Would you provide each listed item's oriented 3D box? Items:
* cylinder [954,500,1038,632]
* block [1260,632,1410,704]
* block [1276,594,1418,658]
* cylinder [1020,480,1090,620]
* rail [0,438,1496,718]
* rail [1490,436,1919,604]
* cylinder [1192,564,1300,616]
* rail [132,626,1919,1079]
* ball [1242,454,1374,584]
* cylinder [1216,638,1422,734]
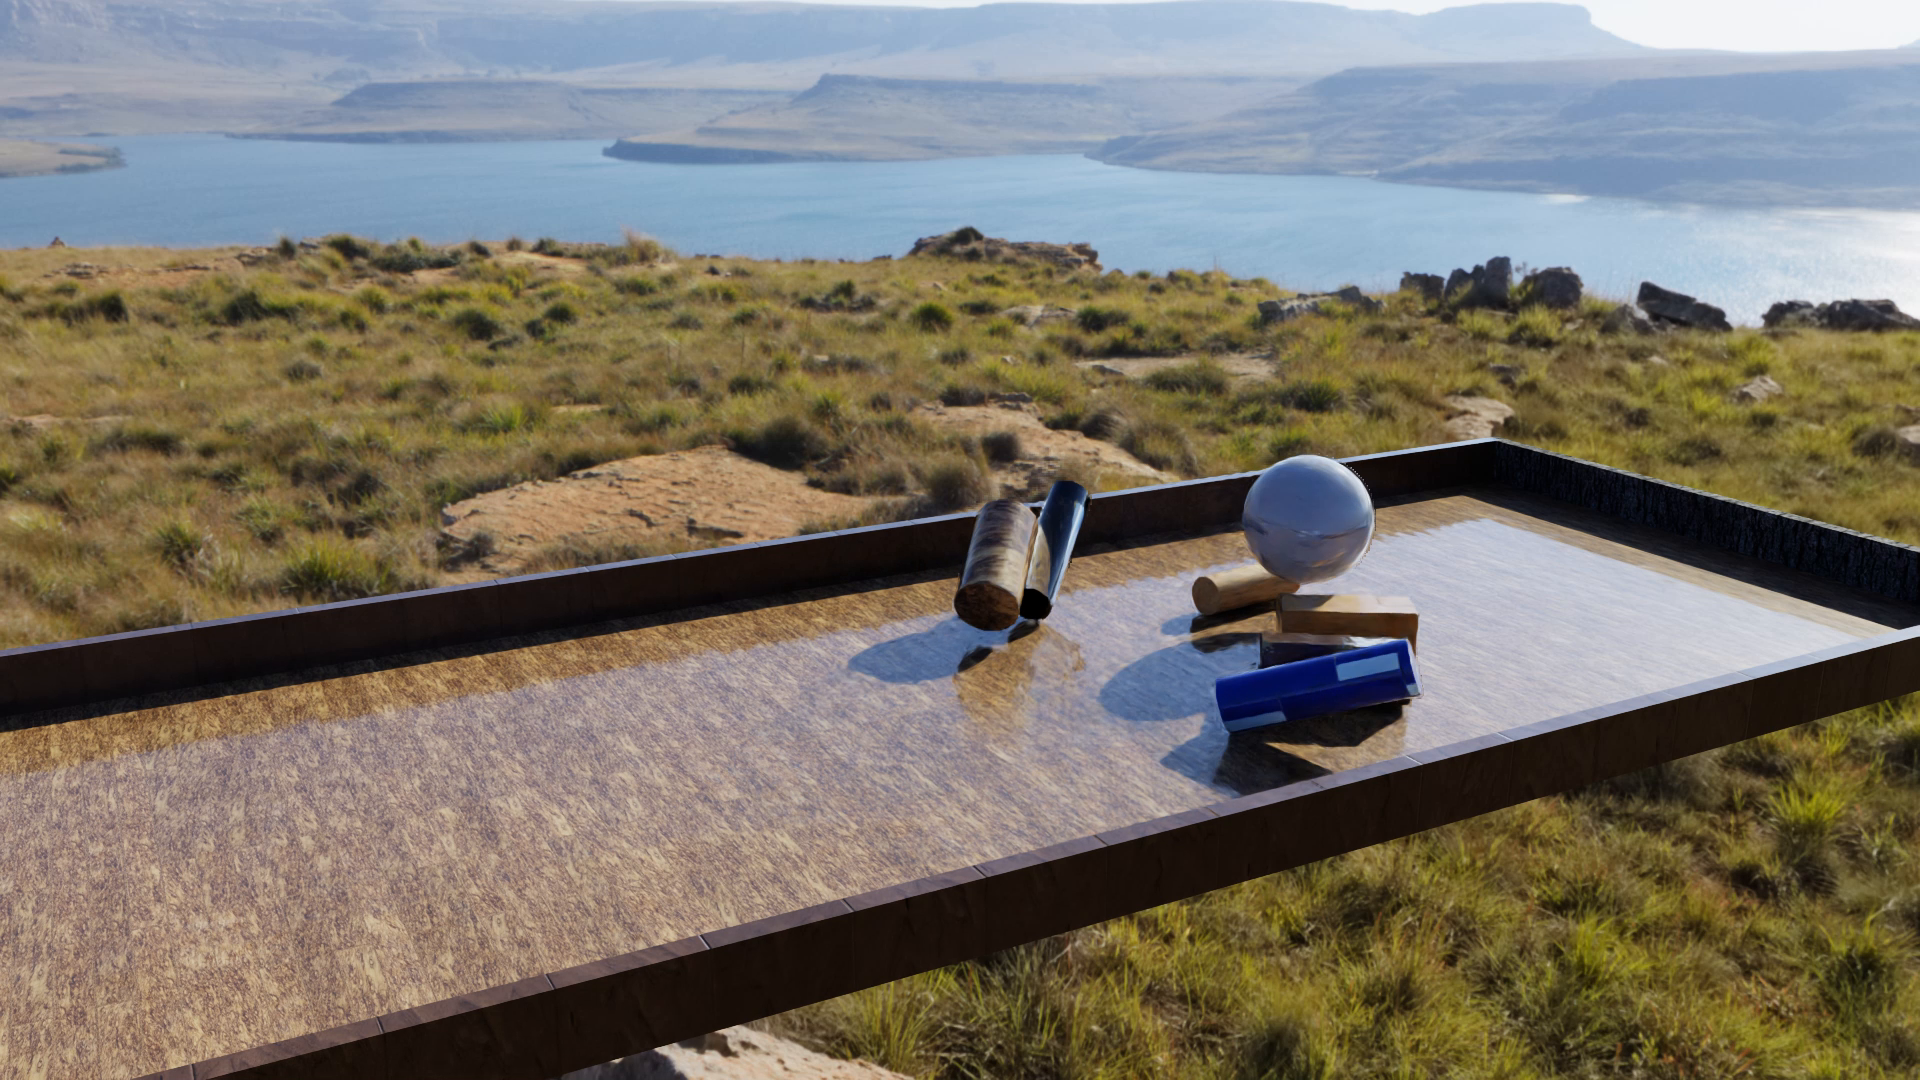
[{"bbox_3d":[0.102,0.066,4.509,0.176,0.176,0.345,3,41,11],"label":"cylinder"},{"bbox_3d":[0.912,0.311,4.022,0.351,0.136,0.136,2,8,8],"label":"block"},{"bbox_3d":[1.007,0.233,4.315,0.343,0.140,0.140,1,16,4],"label":"block"},{"bbox_3d":[0.258,0.024,4.714,0.124,0.124,0.456,5,44,18],"label":"cylinder"},{"bbox_3d":[-3.305,0.497,3.399,12.000,0.150,0.050,-9,18,-27],"label":"rail"},{"bbox_3d":[2.466,-0.048,5.253,0.050,0.150,2.100,-9,18,-27],"label":"rail"},{"bbox_3d":[0.820,0.131,4.709,0.321,0.112,0.112,-11,20,-34],"label":"cylinder"},{"bbox_3d":[-2.336,1.006,1.665,12.000,0.150,0.050,-9,18,-27],"label":"rail"},{"bbox_3d":[0.952,-0.056,4.520,0.354,0.354,0.354,0,16,0],"label":"ball"},{"bbox_3d":[0.813,0.334,3.753,0.438,0.132,0.132,-14,12,19],"label":"cylinder"}]
